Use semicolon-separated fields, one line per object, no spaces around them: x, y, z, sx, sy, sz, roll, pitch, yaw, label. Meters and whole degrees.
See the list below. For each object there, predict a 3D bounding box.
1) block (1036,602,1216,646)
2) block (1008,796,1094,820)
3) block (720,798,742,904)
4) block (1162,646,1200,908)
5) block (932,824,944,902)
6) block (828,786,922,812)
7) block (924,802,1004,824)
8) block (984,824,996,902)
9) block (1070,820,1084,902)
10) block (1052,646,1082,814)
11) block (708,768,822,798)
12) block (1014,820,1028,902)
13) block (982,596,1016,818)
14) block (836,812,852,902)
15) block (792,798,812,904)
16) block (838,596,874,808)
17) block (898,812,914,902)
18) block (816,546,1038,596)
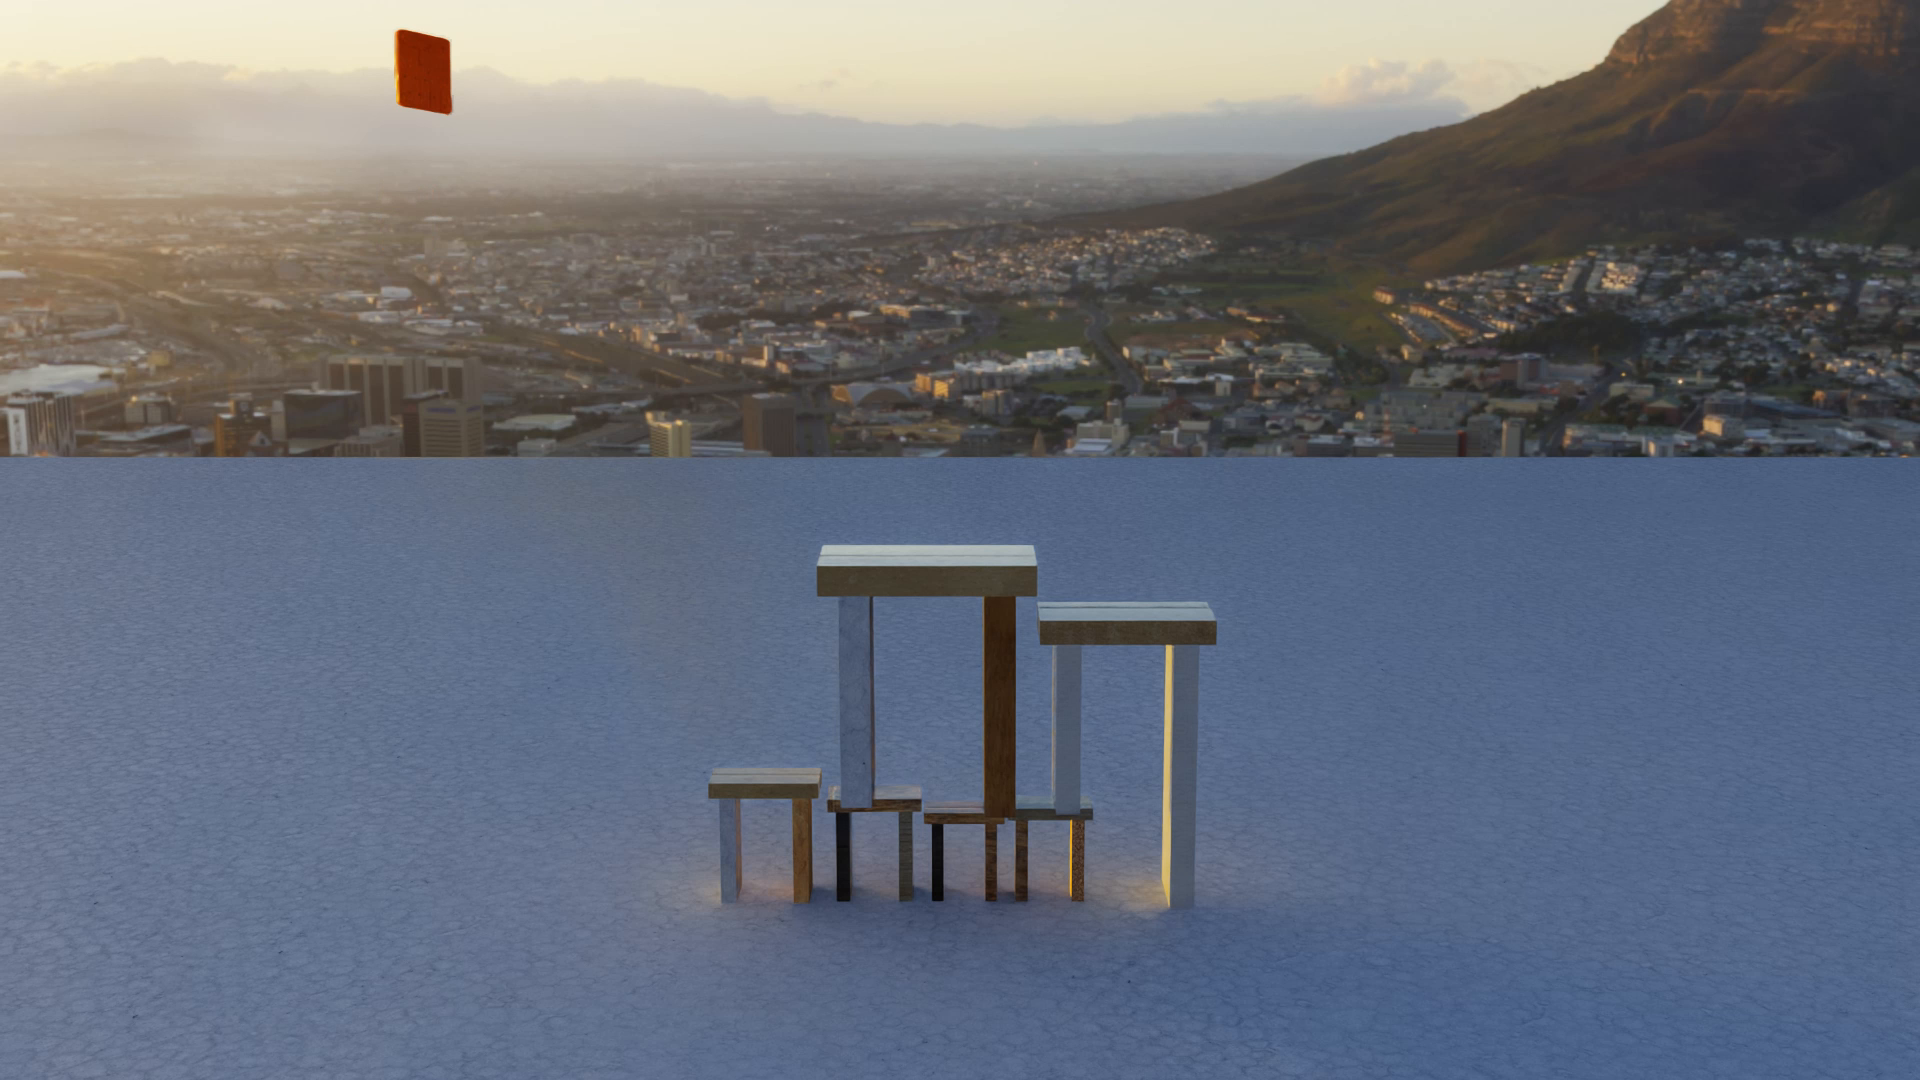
0.269;0.136;3.586;0.283;0.040;0.141;0;11;0;block
0.148;0.444;3.639;0.140;0.020;0.070;0;11;0;block
-0.381;0.502;3.652;0.025;0.179;0.090;0;11;0;block
0.363;0.373;3.630;0.040;0.442;0.141;0;11;0;block
-0.037;0.526;3.654;0.019;0.132;0.066;0;11;0;block
-0.141;0.428;3.638;0.154;0.022;0.077;0;11;-1;block
0.007;0.451;3.640;0.132;0.019;0.066;0;11;0;block
0.051;0.526;3.654;0.019;0.132;0.066;0;11;0;block
0.195;0.522;3.653;0.020;0.139;0.070;0;11;0;block
0.175;0.294;3.615;0.040;0.283;0.141;0;10;0;block
-0.321;0.402;3.633;0.179;0.025;0.090;0;11;0;block
0.102;0.522;3.653;0.020;0.140;0.070;0;11;0;block
0.064;0.253;3.608;0.049;0.366;0.175;0;11;0;block
-0.192;0.514;3.655;0.022;0.154;0.077;0;11;0;block
-0.261;0.502;3.652;0.025;0.179;0.090;0;11;0;block
-0.169;0.245;3.606;0.049;0.349;0.175;0;11;0;block
-0.090;0.514;3.655;0.022;0.154;0.077;0;11;0;block
-0.053;0.049;3.570;0.349;0.049;0.175;0;11;0;block
